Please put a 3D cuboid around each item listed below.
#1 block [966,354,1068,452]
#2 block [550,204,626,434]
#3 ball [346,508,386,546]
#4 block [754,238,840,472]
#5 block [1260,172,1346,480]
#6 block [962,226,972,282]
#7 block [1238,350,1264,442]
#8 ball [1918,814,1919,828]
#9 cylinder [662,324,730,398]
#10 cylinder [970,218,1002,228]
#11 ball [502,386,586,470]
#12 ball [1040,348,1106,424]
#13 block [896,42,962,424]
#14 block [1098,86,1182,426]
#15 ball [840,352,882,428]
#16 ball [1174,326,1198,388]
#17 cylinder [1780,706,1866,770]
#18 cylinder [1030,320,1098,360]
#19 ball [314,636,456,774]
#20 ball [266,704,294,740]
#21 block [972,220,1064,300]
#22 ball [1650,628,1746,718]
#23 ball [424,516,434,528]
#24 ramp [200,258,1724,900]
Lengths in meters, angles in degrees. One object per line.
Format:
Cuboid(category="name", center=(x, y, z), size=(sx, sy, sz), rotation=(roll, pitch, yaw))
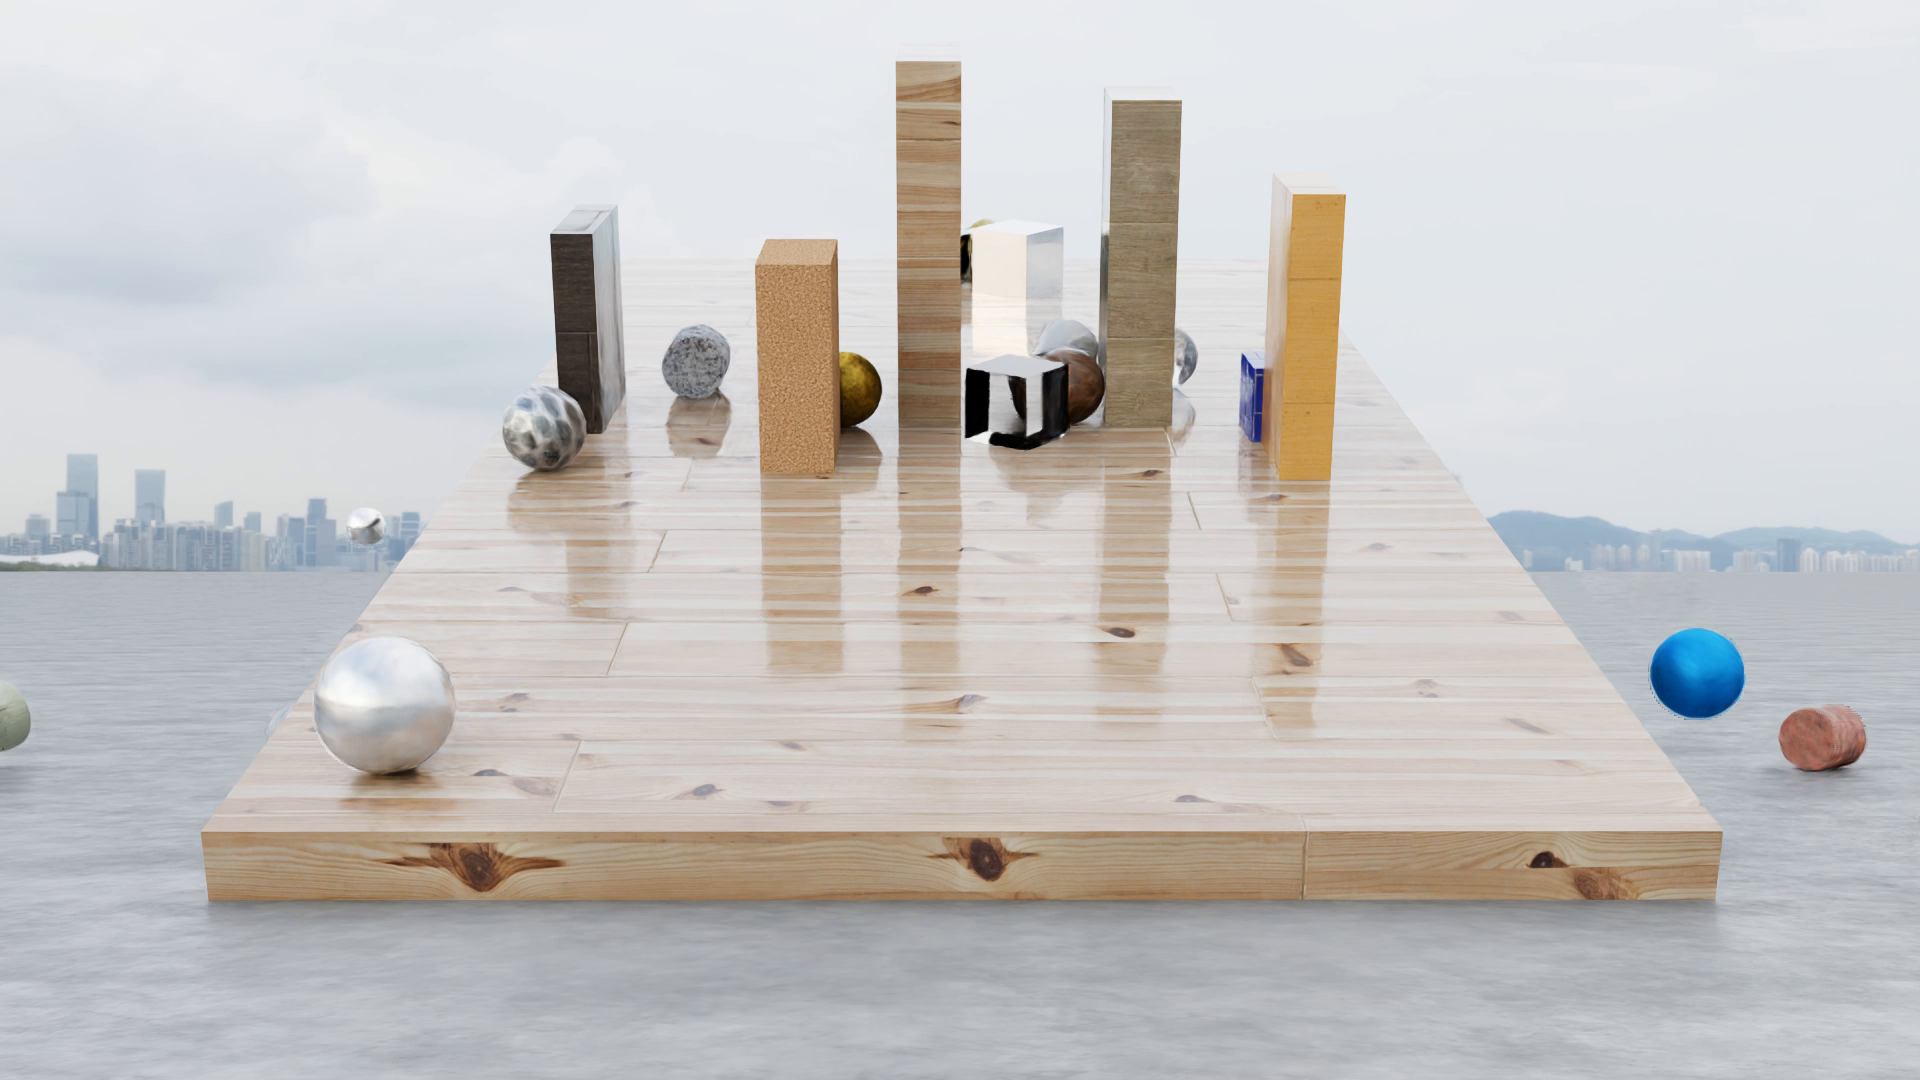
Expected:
Cuboid(category="block", center=(0.121, -0.295, 4.776), size=(0.158, 0.158, 0.158), rotation=(12, 22, 33))
Cuboid(category="block", center=(-0.816, -0.492, 4.930), size=(0.089, 0.436, 0.374), rotation=(0, 18, 0))
Cuboid(category="ball", center=(-1.650, -0.037, 6.212), size=(0.107, 0.107, 0.107), rotation=(0, -1, 0))
Cuboid(category="block", center=(-0.331, -0.384, 4.612), size=(0.150, 0.427, 0.284), rotation=(0, 18, 0))
Cuboid(category="block", center=(0.694, -0.439, 4.547), size=(0.103, 0.574, 0.283), rotation=(0, 18, 0))
Cuboid(category="block", center=(-0.024, -0.820, 6.429), size=(0.138, 0.138, 0.138), rotation=(-12, 22, -33))
Cuboid(category="block", center=(0.697, -0.312, 4.824), size=(0.161, 0.161, 0.161), rotation=(-1, 18, -3))
Cuboid(category="ball", center=(1.447, 0.405, 3.185), size=(0.151, 0.151, 0.151), rotation=(0, -1, 0))
Cuboid(category="cylinder", center=(-0.607, -0.412, 5.160), size=(0.143, 0.143, 0.143), rotation=(0, 18, 0))
Cuboid(category="cylinder", center=(0.118, -0.844, 6.473), size=(0.153, 0.153, 0.153), rotation=(0, 16, -37))
Cuboid(category="ball", center=(-0.845, -0.227, 4.541), size=(0.170, 0.170, 0.170), rotation=(0, -1, 0))
Cuboid(category="ball", center=(0.234, -0.336, 4.889), size=(0.167, 0.167, 0.167), rotation=(0, -1, 0))
Cuboid(category="block", center=(-0.067, -0.694, 4.994), size=(0.138, 0.782, 0.426), rotation=(0, 18, 0))
Cuboid(category="block", center=(0.390, -0.626, 4.912), size=(0.147, 0.705, 0.270), rotation=(0, 18, 0))
Cuboid(category="ball", center=(-0.252, -0.328, 4.866), size=(0.164, 0.164, 0.164), rotation=(0, -1, 0))
Cuboid(category="ball", center=(0.479, -0.425, 5.195), size=(0.148, 0.148, 0.148), rotation=(0, -1, 0))
Cuboid(category="cylinder", center=(1.884, 0.432, 4.881), size=(0.134, 0.134, 0.134), rotation=(1, -1, -44))
Cuboid(category="cylinder", center=(0.232, -0.407, 5.092), size=(0.139, 0.139, 0.139), rotation=(0, 36, 20))
Cuboid(category="ball", center=(-0.796, 0.229, 3.099), size=(0.192, 0.192, 0.192), rotation=(0, -1, 0))
Cuboid(category="ball", center=(-1.449, 0.429, 4.910), size=(0.142, 0.142, 0.142), rotation=(0, -1, 0))
Cuboid(category="block", center=(0.163, -0.784, 6.249), size=(0.182, 0.182, 0.182), rotation=(13, 22, 35))
Cuboid(category="ball", center=(1.480, 0.268, 4.489), size=(0.181, 0.181, 0.181), rotation=(0, -1, 0))
Cuboid(category="ball", center=(-1.150, -0.013, 5.033), size=(0.111, 0.111, 0.111), rotation=(0, -1, 0))
Cuboid(category="ramp", center=(-0.003, -0.185, 4.855), size=(2.000, 0.100, 4.000), rotation=(0, 18, 0))
